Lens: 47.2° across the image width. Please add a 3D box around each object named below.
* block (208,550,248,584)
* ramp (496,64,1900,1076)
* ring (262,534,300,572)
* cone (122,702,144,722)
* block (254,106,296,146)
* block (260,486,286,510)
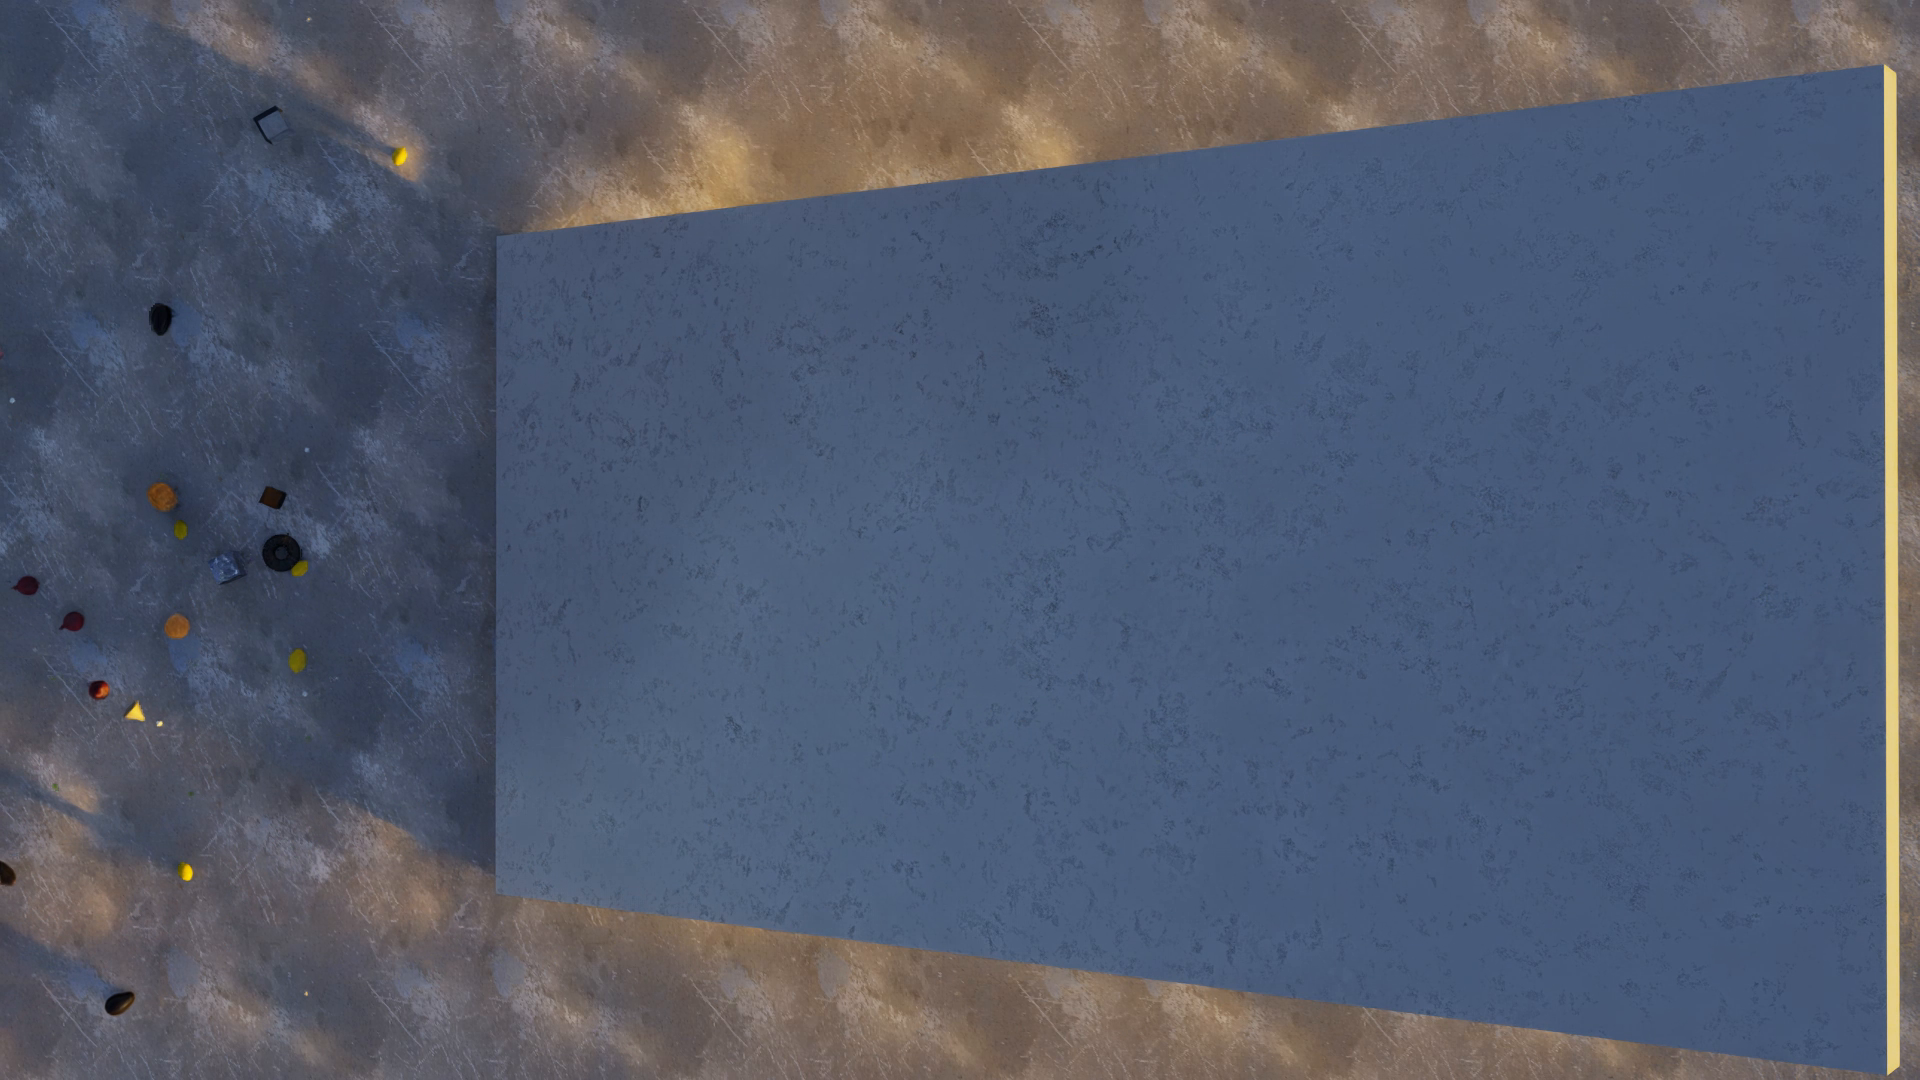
[{"bbox_3d":[-2.240,0.085,6.734,0.078,0.078,0.078,-23,90,0],"label":"block"},{"bbox_3d":[0.239,0.066,5.561,4.000,0.100,2.000,0,89,36],"label":"ramp"},{"bbox_3d":[-2.084,0.040,6.754,0.116,0.039,0.116,0,90,-1],"label":"ring"},{"bbox_3d":[-2.527,0.539,6.756,0.060,0.060,0.060,-45,116,0],"label":"cone"},{"bbox_3d":[-2.102,-1.270,6.743,0.079,0.079,0.079,-30,90,0],"label":"block"},{"bbox_3d":[-2.108,-0.130,6.748,0.053,0.053,0.053,23,90,0],"label":"block"}]
